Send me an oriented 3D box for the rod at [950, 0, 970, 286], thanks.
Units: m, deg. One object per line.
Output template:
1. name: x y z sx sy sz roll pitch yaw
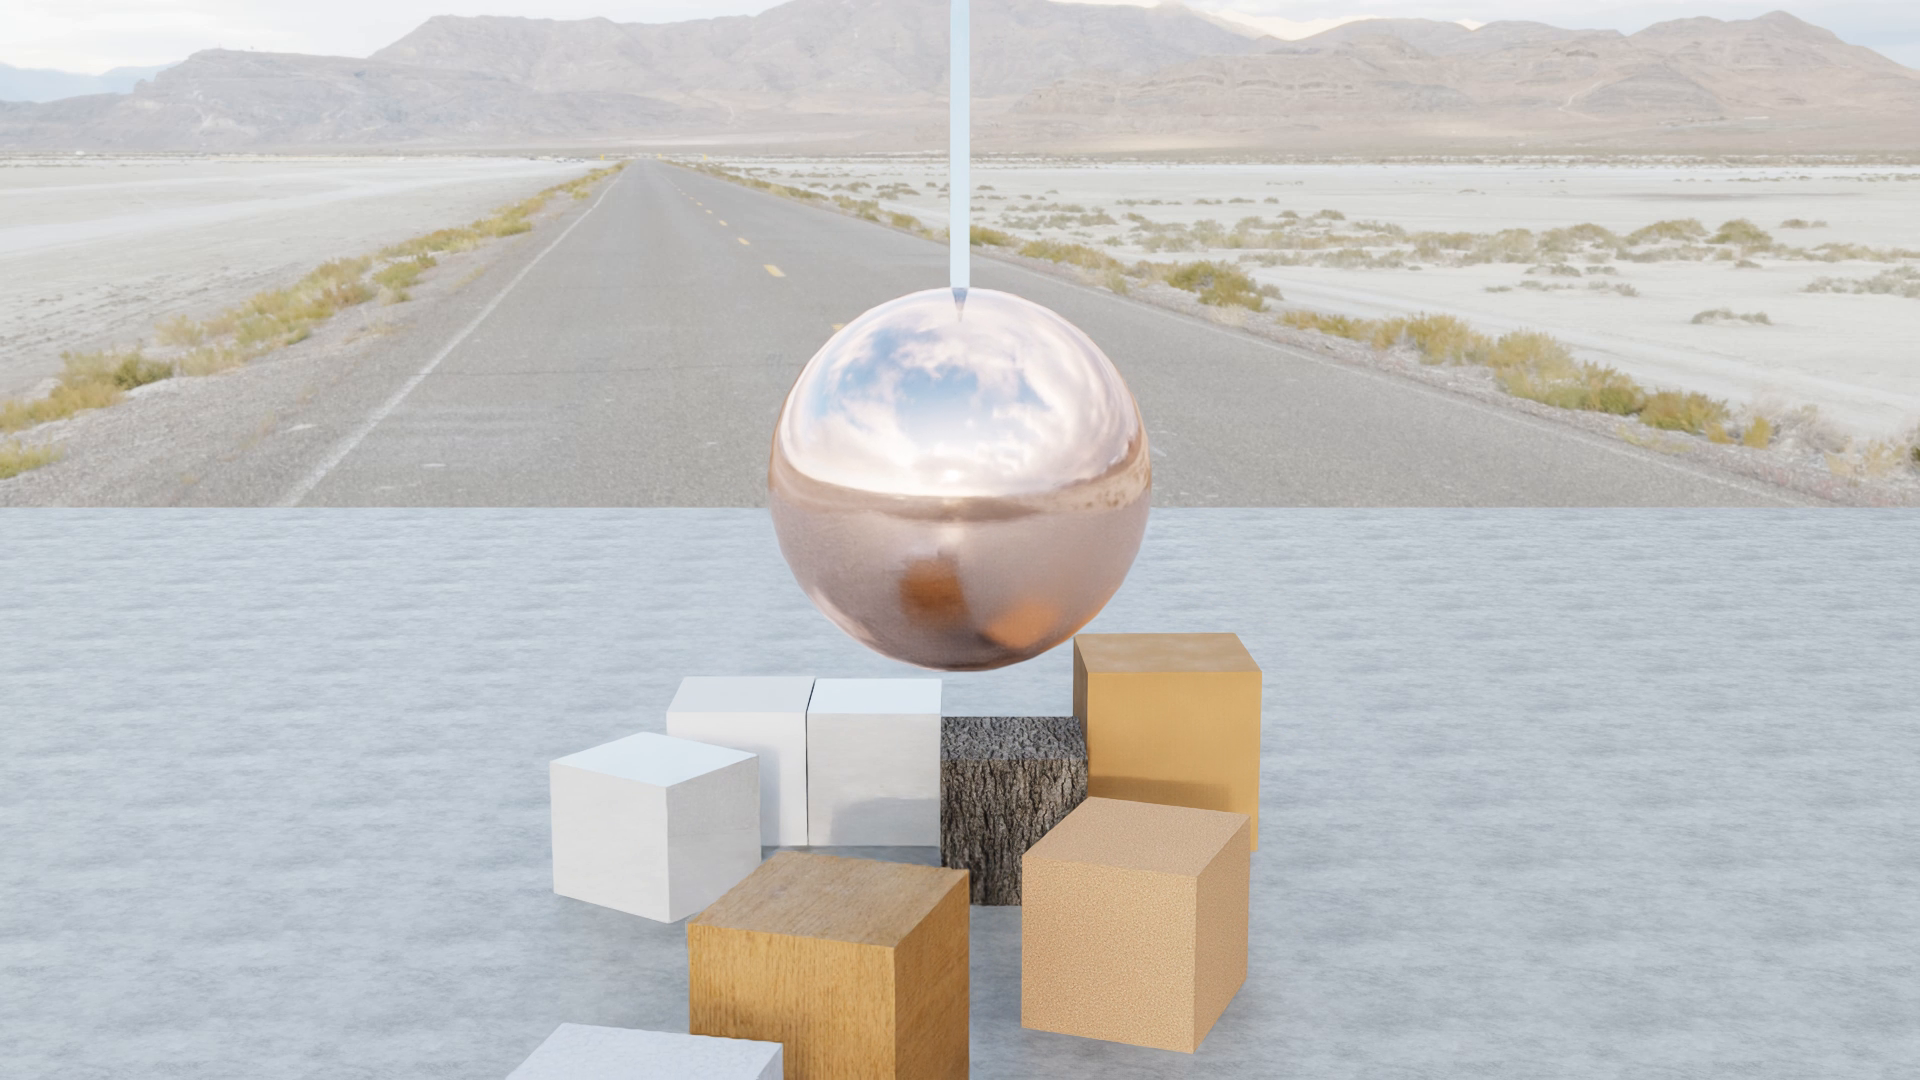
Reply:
1. rod: 0.000 -3.611 9.663 0.080 5.200 0.080 0 -9 0

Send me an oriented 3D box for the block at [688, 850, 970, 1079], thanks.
1. block: -0.446 1.687 7.842 0.746 0.875 0.821 3 11 18

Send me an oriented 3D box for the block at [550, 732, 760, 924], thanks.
1. block: -1.434 1.341 10.391 0.730 0.644 0.648 7 12 34

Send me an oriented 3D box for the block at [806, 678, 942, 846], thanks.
1. block: -0.429 1.139 11.379 0.664 0.688 0.720 0 10 0

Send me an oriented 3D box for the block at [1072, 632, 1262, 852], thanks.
1. block: 1.046 1.027 11.339 0.861 0.923 0.874 0 10 -2

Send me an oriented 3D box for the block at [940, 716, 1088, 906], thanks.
1. block: 0.246 1.285 10.534 0.677 0.703 0.769 0 10 0

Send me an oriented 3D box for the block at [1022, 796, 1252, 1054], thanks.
1. block: 0.732 1.552 9.013 0.712 0.721 0.849 4 11 21

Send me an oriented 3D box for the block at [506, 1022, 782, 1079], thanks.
1. block: -0.997 1.979 6.684 0.736 0.714 0.741 2 11 12

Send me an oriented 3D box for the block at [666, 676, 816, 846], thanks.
1. block: -1.117 1.134 11.389 0.693 0.694 0.756 0 10 0

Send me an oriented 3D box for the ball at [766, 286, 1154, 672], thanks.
1. ball: 0.000 -0.250 9.149 1.600 1.600 1.600 0 10 0
